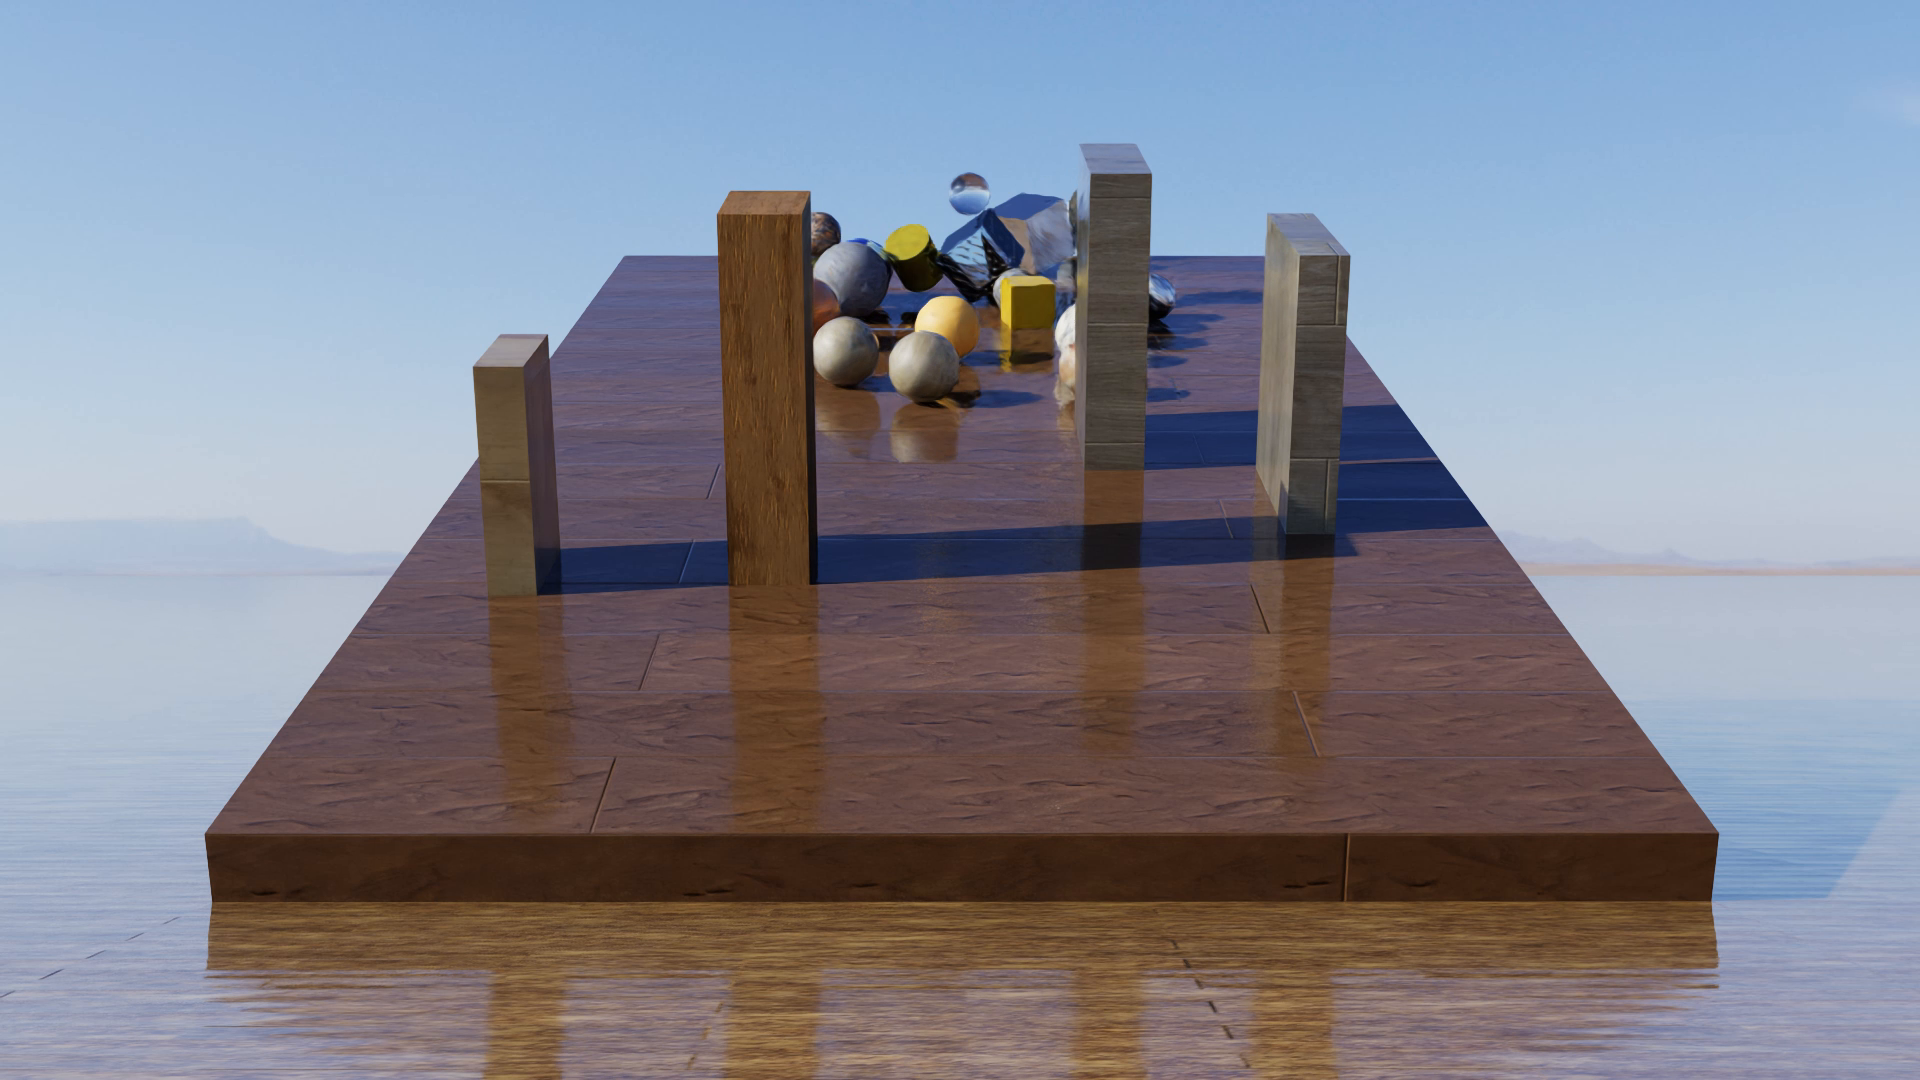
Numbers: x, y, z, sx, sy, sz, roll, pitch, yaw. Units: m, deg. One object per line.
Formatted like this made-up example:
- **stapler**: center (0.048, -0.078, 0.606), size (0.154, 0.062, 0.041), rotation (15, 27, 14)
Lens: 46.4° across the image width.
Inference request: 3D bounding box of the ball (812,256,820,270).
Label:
- **ball**: center (-0.384, -0.730, 6.187), size (0.111, 0.111, 0.111), rotation (0, -1, 0)

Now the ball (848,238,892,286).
- **ball**: center (-0.270, -0.735, 6.104), size (0.173, 0.173, 0.173), rotation (0, -1, 0)

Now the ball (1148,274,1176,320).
- **ball**: center (0.509, -0.638, 5.895), size (0.119, 0.119, 0.119), rotation (0, -1, 0)

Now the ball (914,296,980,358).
- **ball**: center (-0.030, -0.516, 5.456), size (0.160, 0.160, 0.160), rotation (0, -1, 0)

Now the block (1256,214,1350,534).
- **block**: center (0.653, -0.328, 4.299), size (0.091, 0.525, 0.438), rotation (0, 18, 0)

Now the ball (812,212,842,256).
- **ball**: center (-0.376, -0.815, 5.961), size (0.120, 0.120, 0.120), rotation (0, -1, 0)

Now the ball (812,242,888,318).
- **ball**: center (-0.289, -0.684, 5.897), size (0.203, 0.203, 0.203), rotation (0, -1, 0)

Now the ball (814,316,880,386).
- **ball**: center (-0.267, -0.440, 5.219), size (0.161, 0.161, 0.161), rotation (0, -1, 0)

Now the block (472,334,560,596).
- **block**: center (-0.768, -0.134, 3.895), size (0.084, 0.404, 0.243), rotation (0, 18, 0)

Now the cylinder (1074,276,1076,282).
- **cylinder**: center (0.375, -0.727, 6.053), size (0.111, 0.111, 0.111), rotation (0, -20, -8)

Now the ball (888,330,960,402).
- **ball**: center (-0.081, -0.392, 5.072), size (0.164, 0.164, 0.164), rotation (0, -1, 0)

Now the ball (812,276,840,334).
- **ball**: center (-0.388, -0.570, 5.589), size (0.178, 0.178, 0.178), rotation (0, -1, 0)

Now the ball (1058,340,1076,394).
- **ball**: center (0.297, -0.396, 5.118), size (0.142, 0.142, 0.142), rotation (0, -1, 0)

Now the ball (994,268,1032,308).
- **ball**: center (0.149, -0.661, 5.956), size (0.122, 0.122, 0.122), rotation (0, -1, 0)

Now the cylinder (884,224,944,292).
- **cylinder**: center (-0.123, -0.766, 6.085), size (0.130, 0.130, 0.130), rotation (0, -34, 24)

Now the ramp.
- **ramp**: center (-0.004, -0.188, 4.872), size (2.000, 0.100, 4.000), rotation (0, 18, 0)

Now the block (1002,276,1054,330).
- **block**: center (0.177, -0.621, 5.848), size (0.114, 0.114, 0.114), rotation (-4, 19, -11)

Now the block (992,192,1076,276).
- **block**: center (0.200, -0.889, 6.507), size (0.172, 0.172, 0.172), rotation (16, 38, 43)

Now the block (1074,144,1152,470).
- **block**: center (0.315, -0.494, 4.674), size (0.122, 0.606, 0.412), rotation (0, 18, 0)

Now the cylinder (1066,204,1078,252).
- **cylinder**: center (0.394, -0.943, 6.716), size (0.179, 0.179, 0.179), rotation (0, 8, -7)

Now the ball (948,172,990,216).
- **ball**: center (0.025, -0.941, 6.088), size (0.116, 0.116, 0.116), rotation (0, -1, 0)

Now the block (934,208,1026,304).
- **block**: center (0.056, -0.771, 6.084), size (0.158, 0.158, 0.158), rotation (-32, 20, 28)

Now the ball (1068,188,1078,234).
- **ball**: center (0.377, -0.889, 6.044), size (0.172, 0.172, 0.172), rotation (0, -1, 0)

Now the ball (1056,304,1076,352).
- **ball**: center (0.307, -0.500, 5.423), size (0.151, 0.151, 0.151), rotation (0, -1, 0)

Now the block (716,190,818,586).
- **block**: center (-0.332, -0.267, 3.910), size (0.141, 0.648, 0.240), rotation (0, 18, 0)
